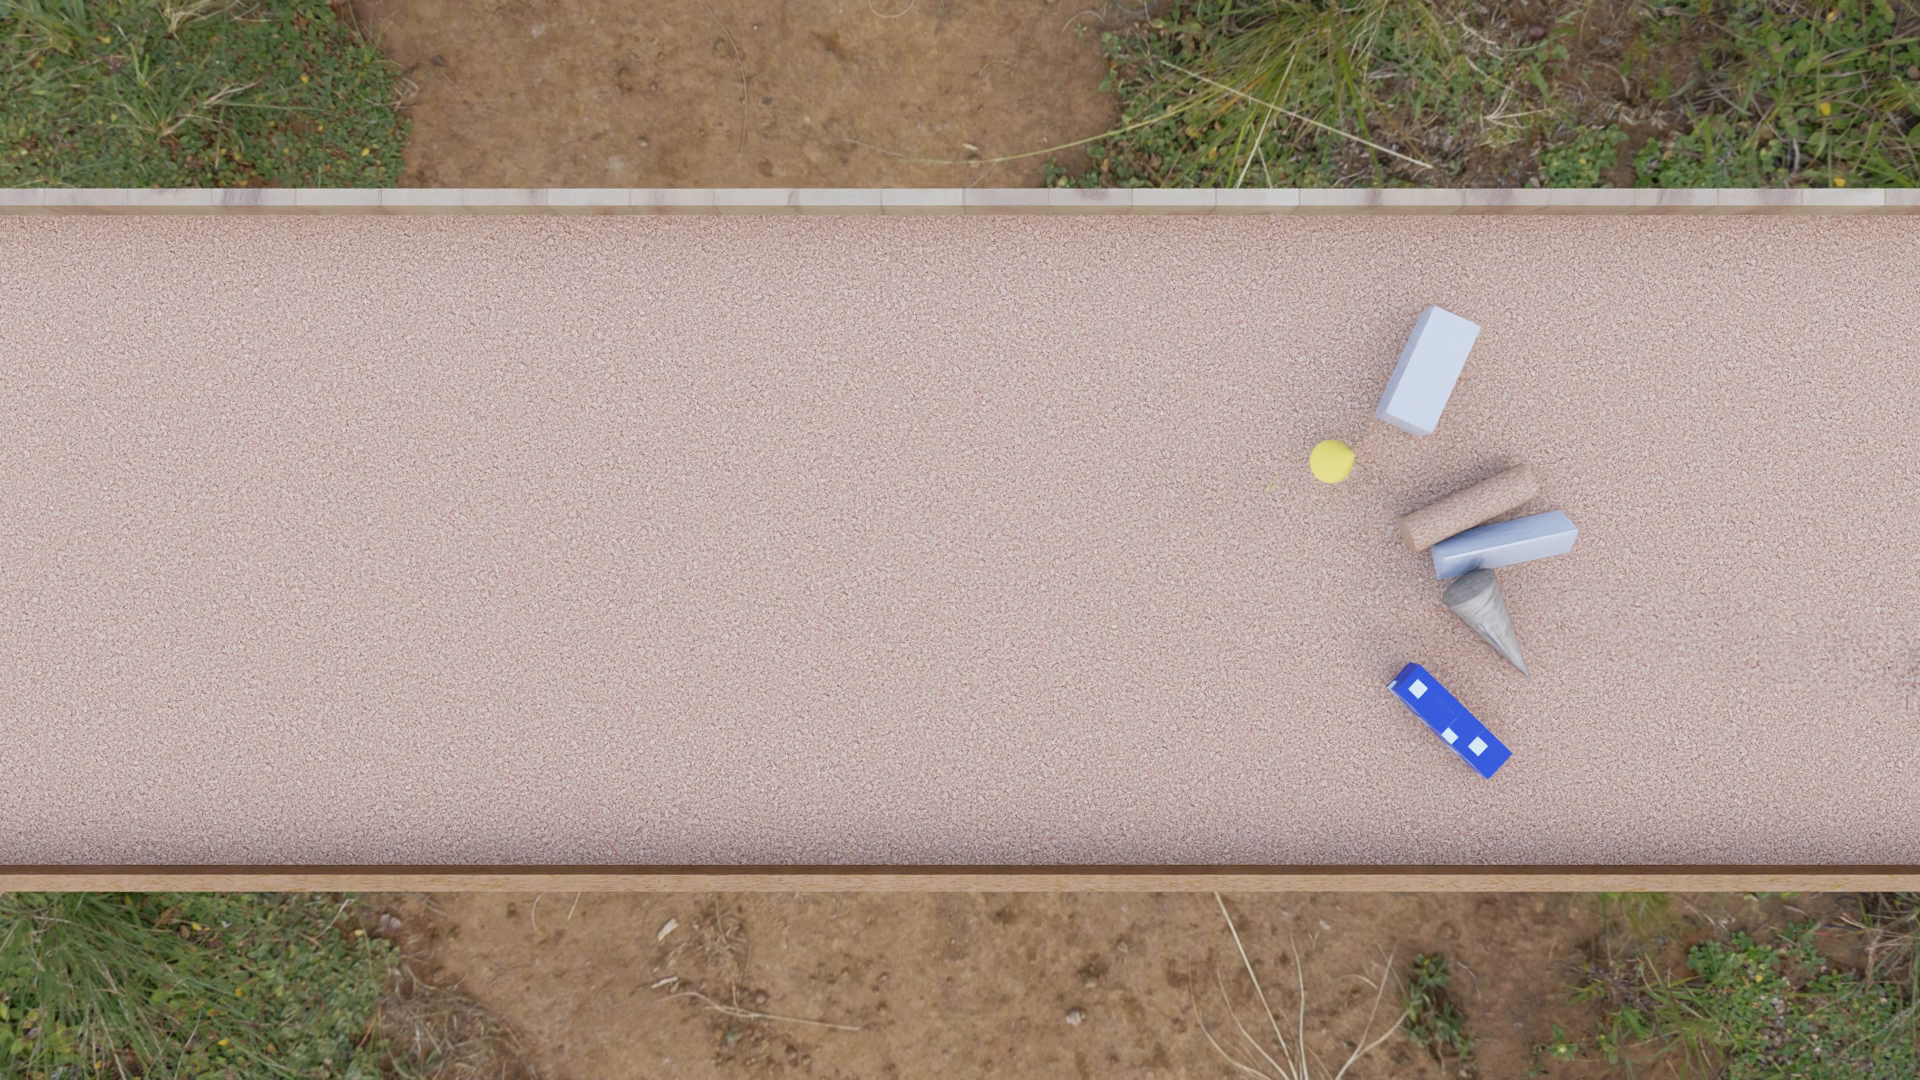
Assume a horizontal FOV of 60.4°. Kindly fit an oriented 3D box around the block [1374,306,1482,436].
[{"bbox_3d":[1.414,-0.509,5.000,0.152,0.152,0.351,25,90,0],"label":"block"}]

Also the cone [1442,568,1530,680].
[{"bbox_3d":[1.648,0.288,5.033,0.176,0.176,0.377,-37,103,0],"label":"cone"}]

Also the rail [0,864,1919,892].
[{"bbox_3d":[-2.247,1.025,5.001,12.000,0.150,0.050,0,90,0],"label":"rail"}]

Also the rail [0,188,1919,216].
[{"bbox_3d":[-2.247,-1.025,5.002,12.000,0.150,0.050,0,90,0],"label":"rail"}]

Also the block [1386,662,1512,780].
[{"bbox_3d":[1.488,0.549,5.022,0.387,0.108,0.108,44,90,0],"label":"block"}]

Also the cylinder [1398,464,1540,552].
[{"bbox_3d":[1.547,-0.097,5.020,0.410,0.113,0.113,-25,90,0],"label":"cylinder"}]

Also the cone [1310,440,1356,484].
[{"bbox_3d":[1.143,-0.244,4.922,0.133,0.307,0.133,0,89,0],"label":"cone"}]

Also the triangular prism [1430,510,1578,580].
[{"bbox_3d":[1.658,0.014,5.017,0.413,0.113,0.130,-12,90,0],"label":"triangular prism"}]
